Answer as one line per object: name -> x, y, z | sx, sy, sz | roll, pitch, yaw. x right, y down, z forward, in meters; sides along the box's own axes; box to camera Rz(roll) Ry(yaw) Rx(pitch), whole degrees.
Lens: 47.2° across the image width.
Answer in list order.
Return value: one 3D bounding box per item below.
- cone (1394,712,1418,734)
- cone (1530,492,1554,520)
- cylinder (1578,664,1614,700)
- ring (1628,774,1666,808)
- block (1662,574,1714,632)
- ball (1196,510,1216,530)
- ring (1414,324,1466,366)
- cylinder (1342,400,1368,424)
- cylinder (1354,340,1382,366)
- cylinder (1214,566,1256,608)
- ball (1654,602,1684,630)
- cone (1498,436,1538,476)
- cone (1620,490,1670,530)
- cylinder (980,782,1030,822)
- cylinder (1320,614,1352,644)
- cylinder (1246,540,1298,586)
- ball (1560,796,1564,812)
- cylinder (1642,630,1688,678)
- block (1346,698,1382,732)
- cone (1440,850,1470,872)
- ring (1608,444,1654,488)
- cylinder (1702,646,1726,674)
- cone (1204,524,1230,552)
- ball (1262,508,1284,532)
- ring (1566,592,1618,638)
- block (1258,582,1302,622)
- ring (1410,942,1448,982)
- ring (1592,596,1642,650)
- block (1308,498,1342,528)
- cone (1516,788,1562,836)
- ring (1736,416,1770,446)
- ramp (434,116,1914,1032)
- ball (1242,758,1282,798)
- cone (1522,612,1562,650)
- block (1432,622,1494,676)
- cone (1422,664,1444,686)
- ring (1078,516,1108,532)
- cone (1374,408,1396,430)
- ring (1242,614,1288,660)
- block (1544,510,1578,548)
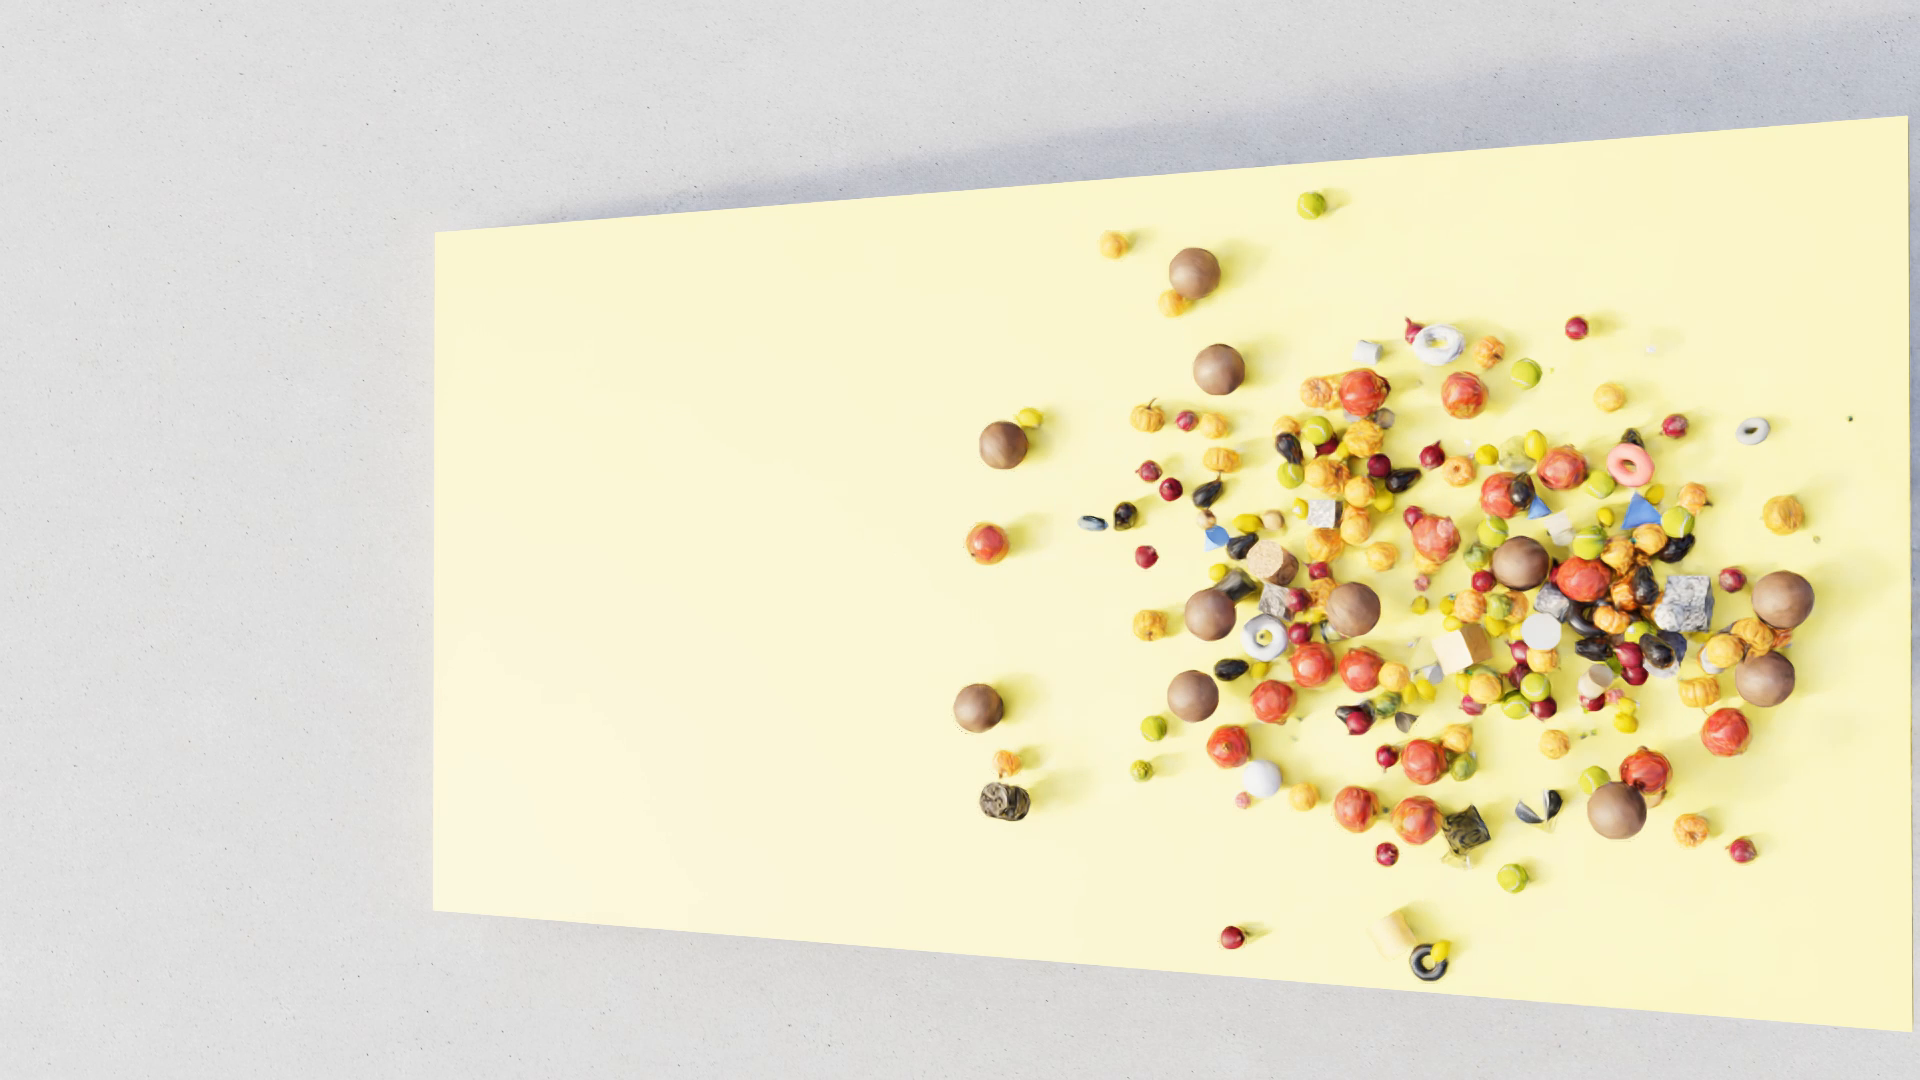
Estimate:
cone -> 1.066, 0.424, 5.199 | 0.054, 0.054, 0.054 | -15, 89, -29
cone -> 1.342, -0.084, 5.113 | 0.060, 0.060, 0.060 | -15, 73, 0
cylinder -> 1.440, 0.321, 4.984 | 0.059, 0.059, 0.059 | 6, 57, -9
ring -> 1.568, 0.573, 5.016 | 0.082, 0.027, 0.082 | -1, 88, 25
block -> 1.633, 0.143, 4.932 | 0.090, 0.090, 0.090 | 1, 48, 29
ball -> 0.596, -0.049, 5.326 | 0.051, 0.051, 0.051 | 0, 89, 0
ring -> 1.127, -0.460, 5.169 | 0.121, 0.040, 0.121 | -8, 49, 10
cylinder -> 0.953, -0.307, 5.298 | 0.052, 0.052, 0.052 | -1, 88, 26
cylinder -> 0.980, -0.450, 5.287 | 0.053, 0.053, 0.053 | 17, 89, 24
cylinder -> 0.676, 0.116, 5.410 | 0.075, 0.075, 0.075 | -41, 89, 19
ball -> 1.566, 0.167, 4.852 | 0.065, 0.065, 0.065 | 0, 89, 0
cone -> 1.288, -0.198, 5.118 | 0.094, 0.094, 0.094 | 0, 89, 25
cone -> 1.563, -0.053, 4.984 | 0.098, 0.098, 0.098 | 20, 89, 14
cylinder -> 0.114, 0.667, 5.597 | 0.092, 0.092, 0.092 | -14, 67, 38
cylinder -> 0.907, 0.215, 5.309 | 0.059, 0.059, 0.059 | -19, 89, 27
cylinder -> 0.760, 0.058, 5.348 | 0.095, 0.095, 0.095 | -11, 69, 30
ball -> 1.362, 0.611, 5.090 | 0.066, 0.066, 0.066 | 0, 89, 0
cylinder -> 1.591, 0.256, 4.961 | 0.081, 0.081, 0.081 | 38, 47, 0
block -> 0.971, 0.418, 5.279 | 0.055, 0.055, 0.055 | 43, 110, 19
cone -> 1.179, 0.732, 5.191 | 0.073, 0.073, 0.073 | 25, 67, 0
ring -> 1.516, -0.168, 4.971 | 0.110, 0.110, 0.037 | 50, 52, 1
cylinder -> 1.671, 0.267, 4.878 | 0.050, 0.050, 0.050 | -7, 66, 15
cone -> 0.623, 0.009, 5.460 | 0.071, 0.071, 0.071 | 34, 133, 0
ball -> 0.767, -0.049, 5.381 | 0.055, 0.055, 0.055 | 0, 89, 0
ring -> 1.440, 0.169, 5.011 | 0.115, 0.038, 0.115 | -3, 66, 6
block -> 0.770, 0.151, 5.302 | 0.069, 0.069, 0.069 | 16, 84, 31
ring -> 1.113, 1.003, 5.221 | 0.094, 0.031, 0.094 | -1, 88, 25
ring -> 1.499, 0.189, 5.037 | 0.127, 0.042, 0.127 | -7, 76, 29
block -> 0.883, -0.064, 5.321 | 0.065, 0.065, 0.065 | 5, 92, 25
cone -> 1.250, 0.601, 4.692 | 0.100, 0.100, 0.100 | -32, 121, 0
ring -> 1.773, -0.243, 4.916 | 0.077, 0.077, 0.026 | -45, 125, 0
ramp -> 0.282, 0.082, 5.691 | 4.000, 0.100, 2.000 | 0, 89, 25
ball -> 0.738, 0.582, 5.364 | 0.096, 0.096, 0.096 | 0, 89, 0
cone -> 1.331, 0.221, 5.044 | 0.089, 0.089, 0.089 | -3, 72, 10
block -> 1.177, 0.256, 5.153 | 0.087, 0.087, 0.087 | -11, 76, -44
cone -> 1.116, 0.311, 5.231 | 0.054, 0.054, 0.054 | -15, 118, -31
ring -> 0.332, -0.040, 5.501 | 0.079, 0.079, 0.026 | 8, 103, 0
cone -> 1.012, -0.291, 5.269 | 0.053, 0.053, 0.053 | 0, 90, 22
ring -> 0.745, 0.238, 5.374 | 0.116, 0.039, 0.116 | -2, 77, 11
block -> 1.379, -0.025, 5.050 | 0.052, 0.052, 0.052 | -28, 45, 14
